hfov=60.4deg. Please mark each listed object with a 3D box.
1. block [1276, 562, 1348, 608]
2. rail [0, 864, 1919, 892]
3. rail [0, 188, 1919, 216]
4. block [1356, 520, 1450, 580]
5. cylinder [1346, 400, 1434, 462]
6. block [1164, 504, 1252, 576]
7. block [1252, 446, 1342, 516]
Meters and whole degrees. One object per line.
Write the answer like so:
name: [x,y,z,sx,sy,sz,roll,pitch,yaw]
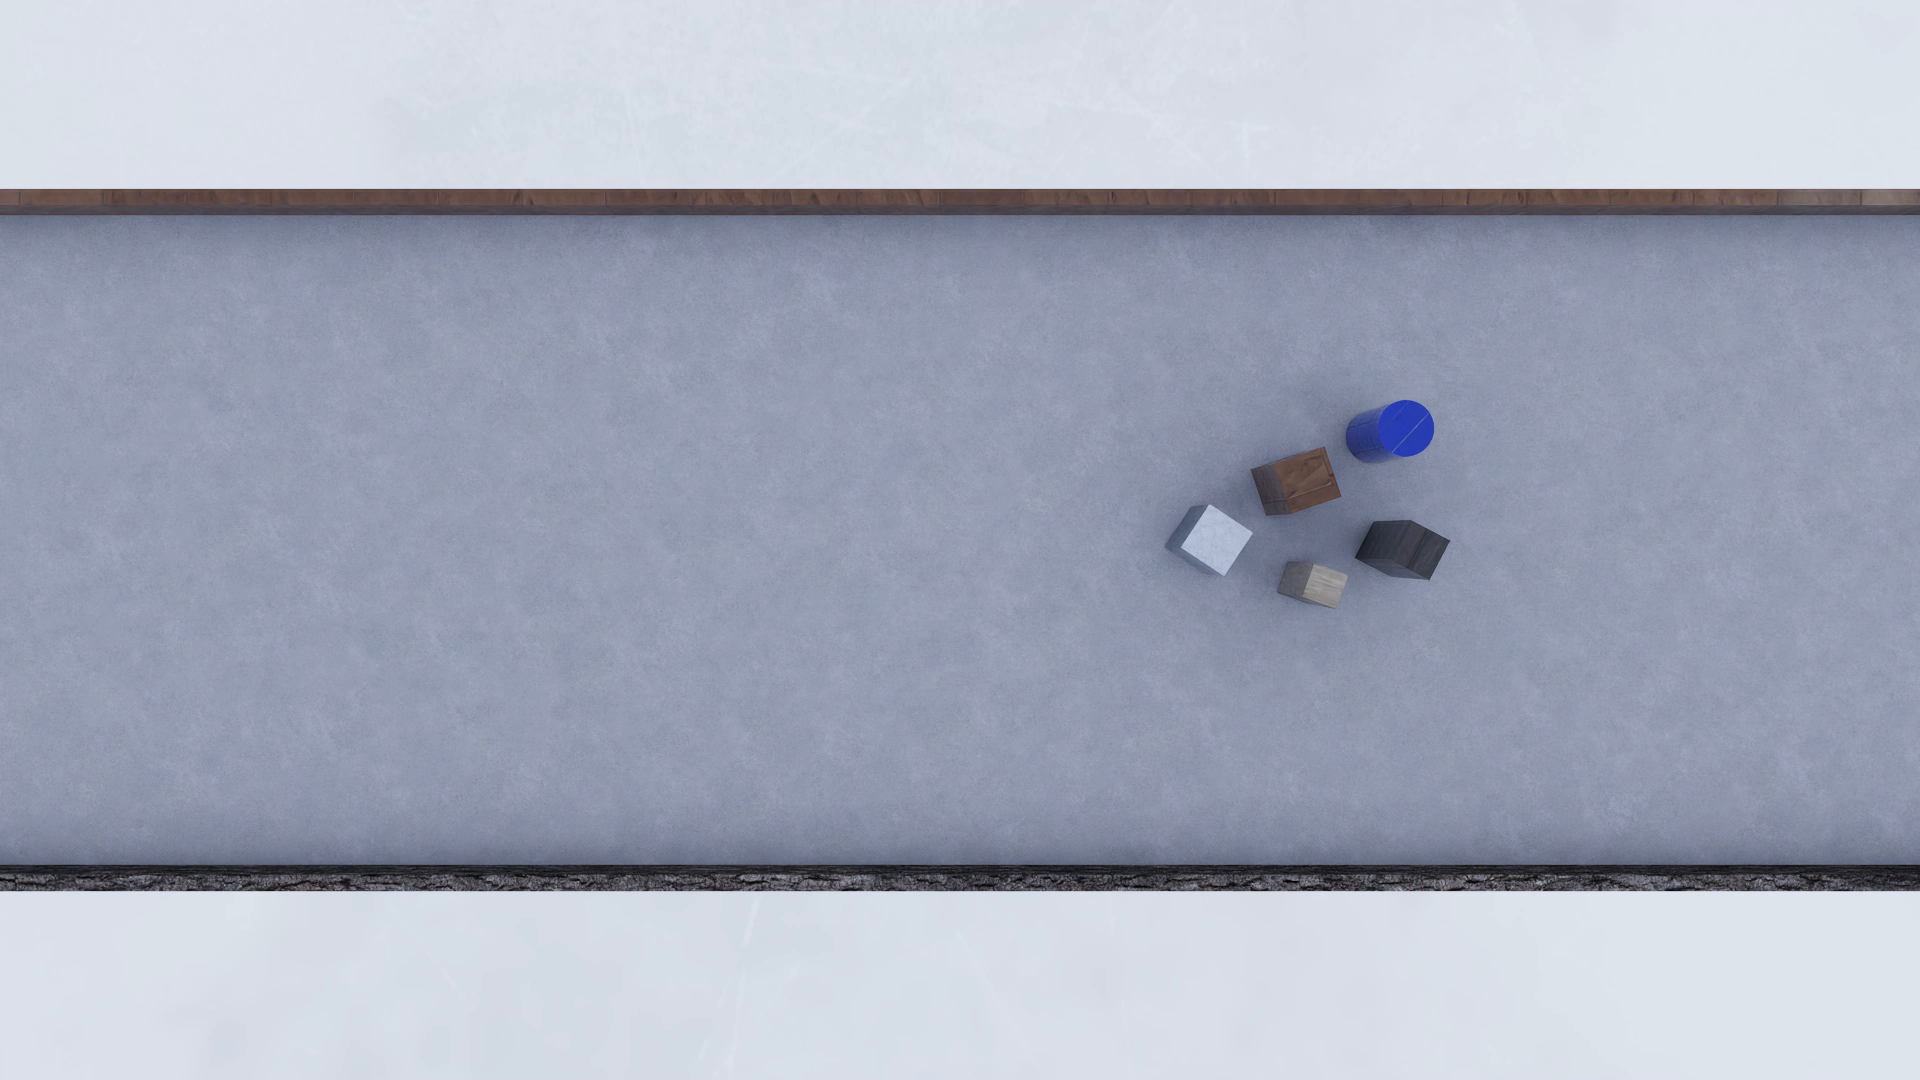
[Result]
block: [1.040,0.131,4.885,0.102,0.383,0.102,20,90,0]
rail: [-2.247,1.025,5.001,12.000,0.150,0.050,0,90,0]
rail: [-2.247,-1.025,5.002,12.000,0.150,0.050,0,90,0]
block: [1.300,0.028,4.869,0.126,0.415,0.126,28,90,0]
cylinder: [1.267,-0.318,4.881,0.161,0.390,0.161,0,90,0]
block: [0.732,0.000,4.887,0.148,0.378,0.148,34,90,0]
block: [0.990,-0.170,4.883,0.151,0.387,0.151,-19,90,0]
